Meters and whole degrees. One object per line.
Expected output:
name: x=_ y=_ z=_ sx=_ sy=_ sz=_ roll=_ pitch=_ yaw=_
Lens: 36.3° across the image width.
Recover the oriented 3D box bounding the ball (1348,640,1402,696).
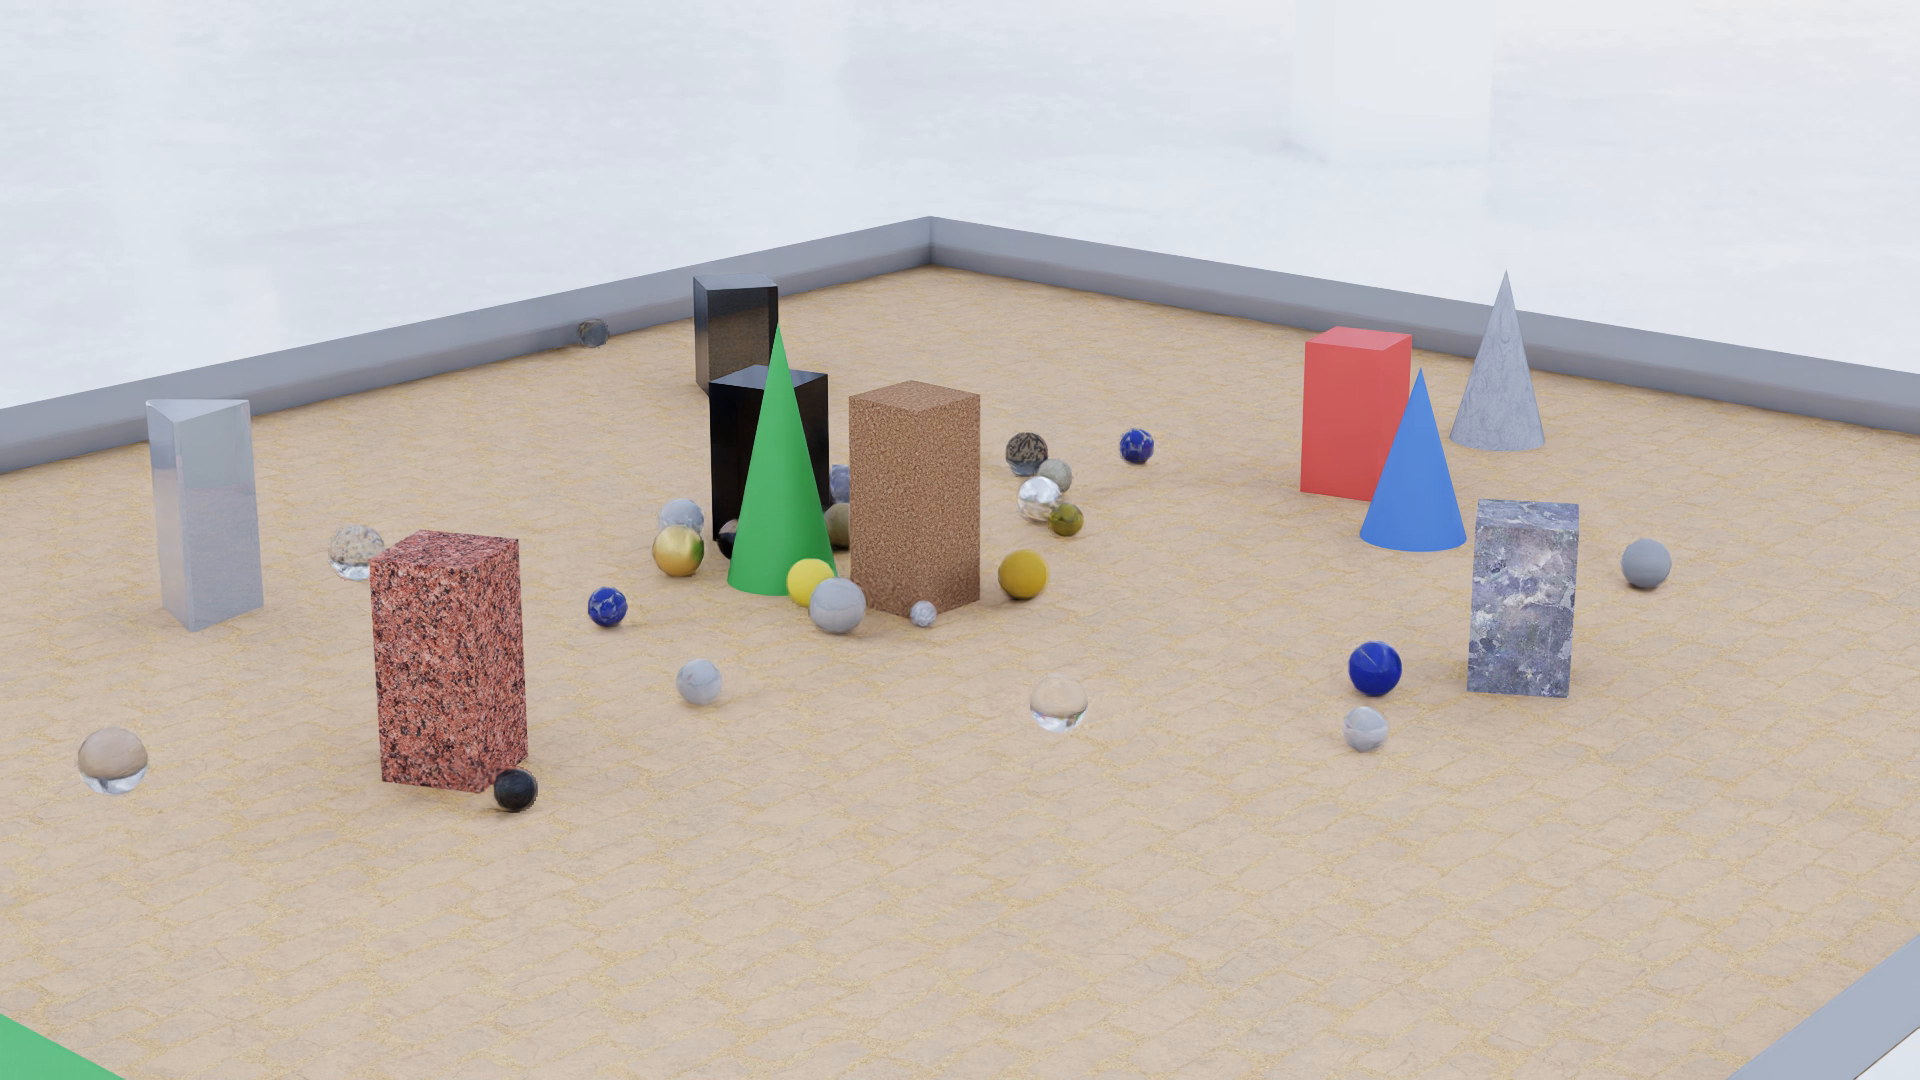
ball: x=0.656 y=0.202 z=4.634 sx=0.087 sy=0.087 sz=0.087 roll=0 pitch=17 yaw=0

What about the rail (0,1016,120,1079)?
rail: x=-1.398 y=0.497 z=3.578 sx=3.963 sy=0.129 sz=0.045 roll=14 pitch=22 yaw=39

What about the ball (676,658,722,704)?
ball: x=-0.408 y=0.222 z=4.593 sx=0.072 sy=0.072 sz=0.072 roll=0 pitch=17 yaw=0

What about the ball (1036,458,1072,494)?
ball: x=0.185 y=-0.124 z=5.740 sx=0.071 sy=0.071 sz=0.071 roll=0 pitch=17 yaw=0

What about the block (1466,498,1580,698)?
block: x=0.898 y=0.091 z=4.675 sx=0.159 sy=0.274 sz=0.159 roll=3 pitch=17 yaw=11

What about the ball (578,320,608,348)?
ball: x=-0.872 y=-0.490 z=6.963 sx=0.067 sy=0.067 sz=0.067 roll=0 pitch=17 yaw=0

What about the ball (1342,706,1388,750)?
ball: x=0.607 y=0.283 z=4.400 sx=0.067 sy=0.067 sz=0.067 roll=0 pitch=17 yaw=0

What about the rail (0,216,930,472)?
rail: x=-1.478 y=-0.338 z=6.349 sx=0.045 sy=0.129 sz=4.314 roll=14 pitch=22 yaw=39

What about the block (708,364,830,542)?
block: x=-0.352 y=-0.152 z=5.434 sx=0.159 sy=0.304 sz=0.159 roll=9 pitch=19 yaw=27

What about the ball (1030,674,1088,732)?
ball: x=0.150 y=0.249 z=4.473 sx=0.089 sy=0.089 sz=0.089 roll=0 pitch=17 yaw=0

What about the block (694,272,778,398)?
block: x=-0.500 y=-0.459 z=6.554 sx=0.159 sy=0.244 sz=0.159 roll=-5 pitch=17 yaw=-15

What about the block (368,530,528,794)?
block: x=-0.745 y=0.176 z=4.284 sx=0.159 sy=0.339 sz=0.159 roll=5 pitch=18 yaw=17

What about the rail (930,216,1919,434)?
rail: x=1.398 y=-0.432 z=6.662 sx=3.963 sy=0.129 sz=0.045 roll=14 pitch=22 yaw=39

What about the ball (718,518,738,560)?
ball: x=-0.400 y=0.000 z=5.315 sx=0.079 sy=0.079 sz=0.079 roll=0 pitch=17 yaw=0

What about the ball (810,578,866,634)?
ball: x=-0.205 y=0.110 z=4.925 sx=0.095 sy=0.095 sz=0.095 roll=0 pitch=17 yaw=0

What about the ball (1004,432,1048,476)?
ball: x=0.133 y=-0.172 z=5.872 sx=0.089 sy=0.089 sz=0.089 roll=0 pitch=17 yaw=0

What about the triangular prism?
triangular prism: x=-1.314 y=-0.052 z=4.993 sx=0.149 sy=0.365 sz=0.172 roll=10 pitch=19 yaw=29

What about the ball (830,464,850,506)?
ball: x=-0.229 y=-0.095 z=5.598 sx=0.099 sy=0.099 sz=0.099 roll=0 pitch=17 yaw=0

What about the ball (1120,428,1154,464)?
ball: x=0.361 y=-0.191 z=5.965 sx=0.071 sy=0.071 sz=0.071 roll=0 pitch=17 yaw=0

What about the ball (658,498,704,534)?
ball: x=-0.516 y=-0.034 z=5.418 sx=0.087 sy=0.087 sz=0.087 roll=0 pitch=17 yaw=0

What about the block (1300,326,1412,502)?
block: x=0.777 y=-0.249 z=5.756 sx=0.159 sy=0.302 sz=0.159 roll=9 pitch=19 yaw=28

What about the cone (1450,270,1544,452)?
cone: x=1.128 y=-0.387 z=6.104 sx=0.198 sy=0.366 sz=0.198 roll=0 pitch=17 yaw=0

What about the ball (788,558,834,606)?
ball: x=-0.257 y=0.073 z=5.068 sx=0.084 sy=0.084 sz=0.084 roll=0 pitch=17 yaw=0

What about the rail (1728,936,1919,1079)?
rail: x=1.478 y=0.403 z=3.891 sx=0.045 sy=0.129 sz=4.314 roll=14 pitch=22 yaw=39

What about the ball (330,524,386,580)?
ball: x=-1.071 y=0.022 z=5.209 sx=0.099 sy=0.099 sz=0.099 roll=0 pitch=17 yaw=0

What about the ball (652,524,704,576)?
ball: x=-0.503 y=0.018 z=5.231 sx=0.093 sy=0.093 sz=0.093 roll=0 pitch=17 yaw=0

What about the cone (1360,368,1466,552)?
cone: x=0.846 y=-0.162 z=5.430 sx=0.198 sy=0.325 sz=0.198 roll=0 pitch=17 yaw=0

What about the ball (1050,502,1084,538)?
ball: x=0.199 y=-0.038 z=5.467 sx=0.065 sy=0.065 sz=0.065 roll=0 pitch=17 yaw=0

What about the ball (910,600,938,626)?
ball: x=-0.061 y=0.124 z=4.963 sx=0.045 sy=0.045 sz=0.045 roll=0 pitch=17 yaw=0

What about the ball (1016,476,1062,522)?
ball: x=0.151 y=-0.078 z=5.563 sx=0.086 sy=0.086 sz=0.086 roll=0 pitch=17 yaw=0

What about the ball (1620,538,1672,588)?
ball: x=1.209 y=0.041 z=5.165 sx=0.087 sy=0.087 sz=0.087 roll=0 pitch=17 yaw=0

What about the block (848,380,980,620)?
block: x=-0.077 y=-0.070 z=5.046 sx=0.159 sy=0.369 sz=0.159 roll=14 pitch=22 yaw=39

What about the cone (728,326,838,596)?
cone: x=-0.316 y=-0.155 z=5.158 sx=0.198 sy=0.468 sz=0.198 roll=0 pitch=17 yaw=0

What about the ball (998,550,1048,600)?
ball: x=0.109 y=0.061 z=5.101 sx=0.088 sy=0.088 sz=0.088 roll=0 pitch=17 yaw=0

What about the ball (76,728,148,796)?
ball: x=-1.221 y=0.319 z=4.224 sx=0.099 sy=0.099 sz=0.099 roll=0 pitch=17 yaw=0

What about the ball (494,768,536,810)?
ball: x=-0.634 y=0.355 z=4.172 sx=0.060 sy=0.060 sz=0.060 roll=0 pitch=17 yaw=0

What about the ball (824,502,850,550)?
ball: x=-0.214 y=-0.026 z=5.391 sx=0.086 sy=0.086 sz=0.086 roll=0 pitch=17 yaw=0

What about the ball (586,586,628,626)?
ball: x=-0.597 y=0.113 z=4.963 sx=0.068 sy=0.068 sz=0.068 roll=0 pitch=17 yaw=0
